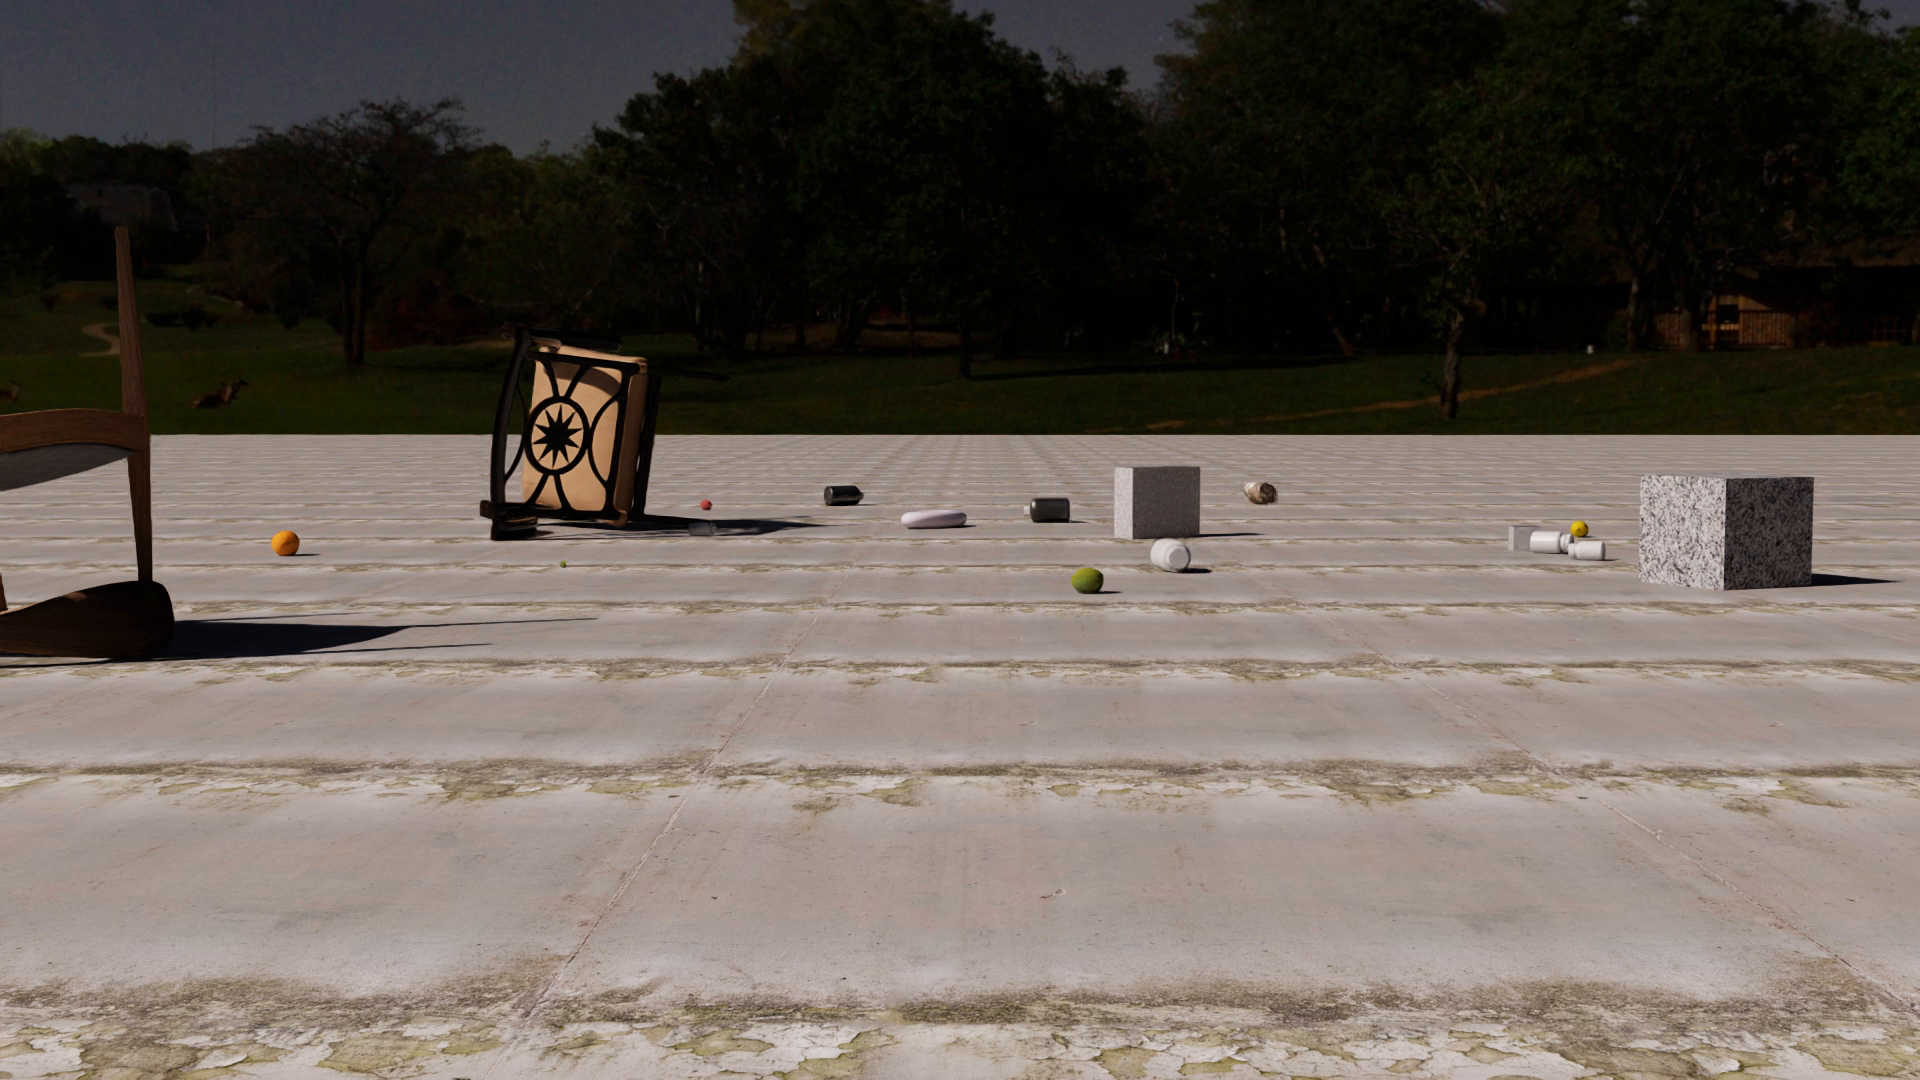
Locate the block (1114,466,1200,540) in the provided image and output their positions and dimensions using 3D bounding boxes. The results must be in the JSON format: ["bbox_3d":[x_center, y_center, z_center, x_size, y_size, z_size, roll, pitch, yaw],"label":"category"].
[{"bbox_3d":[0.599,-0.115,6.668,0.244,0.212,0.098,-2,4,-29],"label":"block"}]

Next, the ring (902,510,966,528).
[{"bbox_3d":[-0.084,-0.068,7.141,0.138,0.054,0.274,6,6,43],"label":"ring"}]

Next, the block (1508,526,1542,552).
[{"bbox_3d":[1.571,-0.005,6.120,0.075,0.068,0.056,0,4,0],"label":"block"}]

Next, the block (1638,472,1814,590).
[{"bbox_3d":[1.764,-0.024,5.070,0.263,0.250,0.269,-2,4,-25],"label":"block"}]
